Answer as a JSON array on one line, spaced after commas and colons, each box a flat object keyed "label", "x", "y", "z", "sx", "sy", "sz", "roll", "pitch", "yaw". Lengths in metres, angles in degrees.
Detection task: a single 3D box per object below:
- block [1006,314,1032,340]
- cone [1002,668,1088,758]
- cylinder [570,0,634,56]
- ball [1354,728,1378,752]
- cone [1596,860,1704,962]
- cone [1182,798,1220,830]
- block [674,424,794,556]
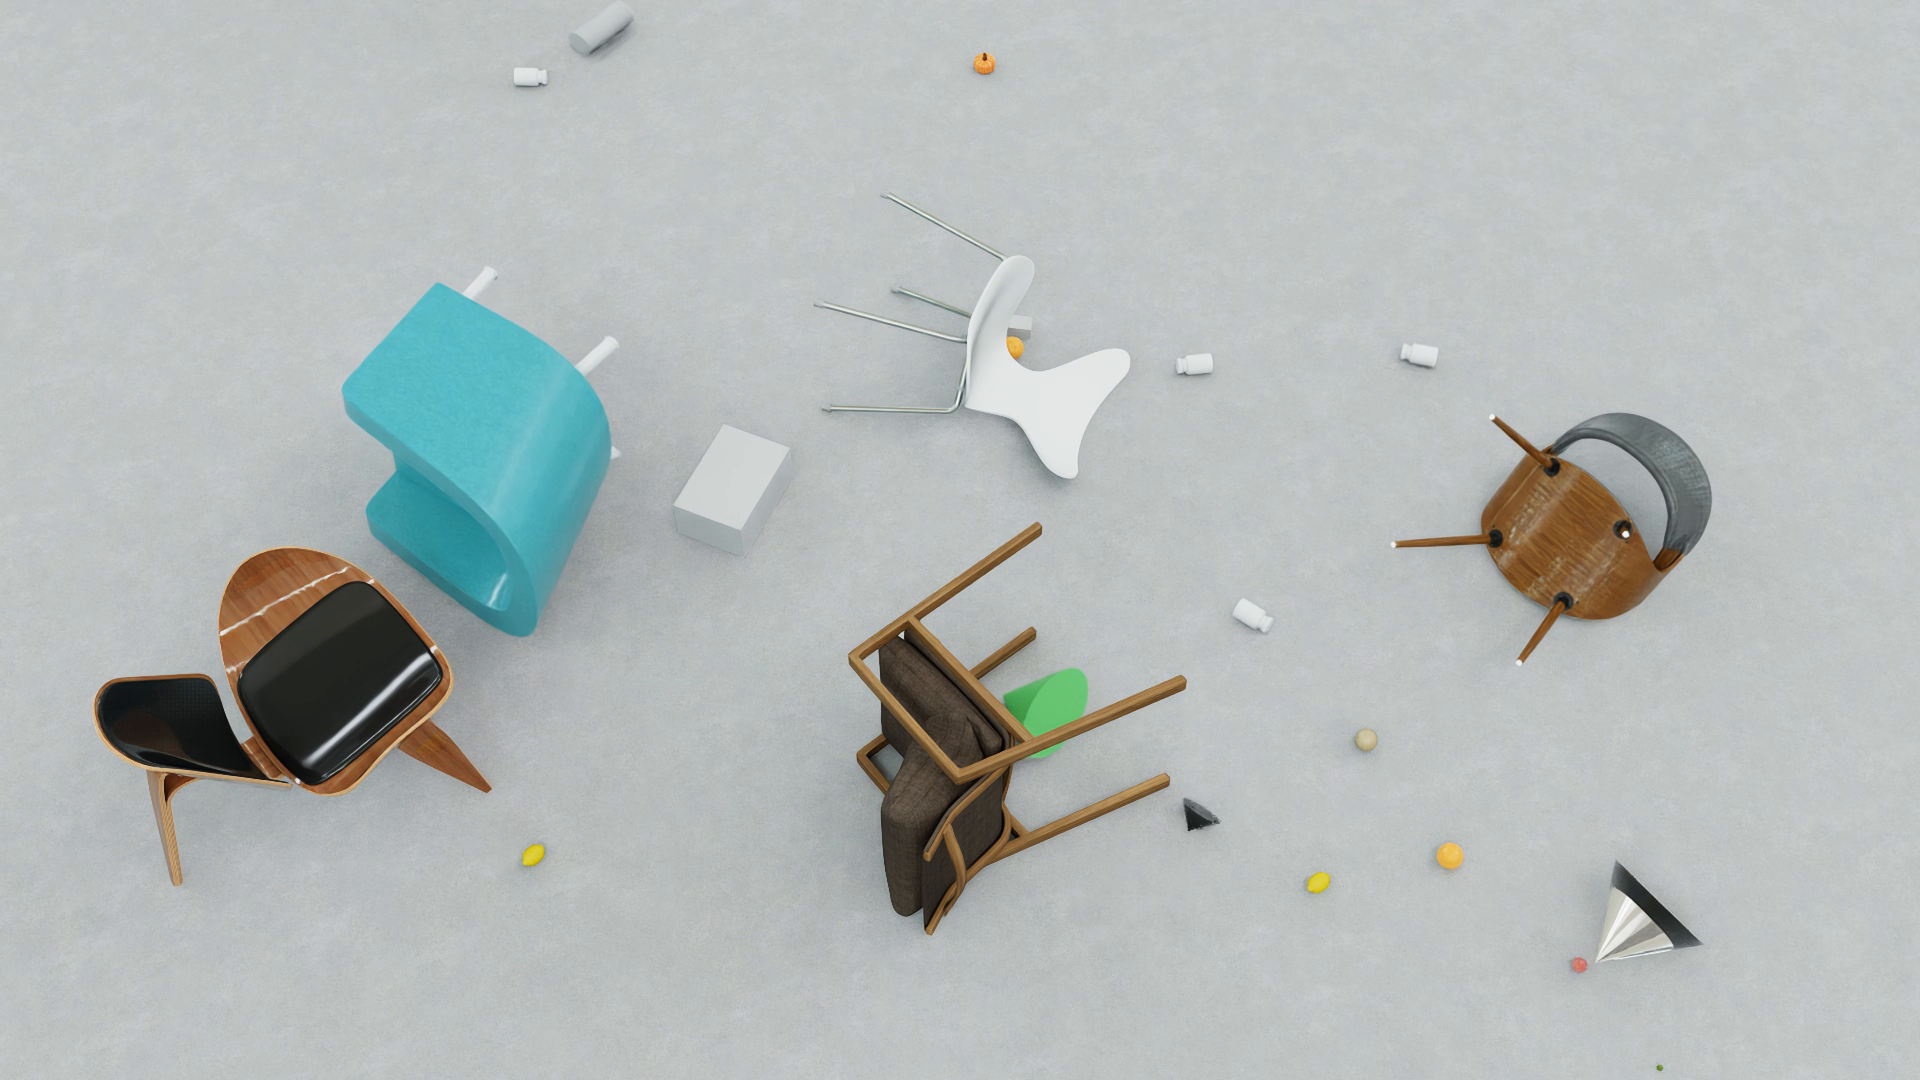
[{"label": "block", "x": 0.188, "y": -0.678, "z": 7.000, "sx": 0.080, "sy": 0.048, "sz": 0.054, "roll": 7, "pitch": 56, "yaw": 5}, {"label": "cone", "x": 0.194, "y": 0.463, "z": 6.206, "sx": 0.207, "sy": 0.213, "sz": 0.291, "roll": 15, "pitch": 54, "yaw": 43}, {"label": "cylinder", "x": -1.258, "y": -1.801, "z": 7.729, "sx": 0.109, "sy": 0.085, "sz": 0.219, "roll": 24, "pitch": 57, "yaw": 38}, {"label": "ball", "x": 1.138, "y": 0.560, "z": 6.159, "sx": 0.064, "sy": 0.064, "sz": 0.064, "roll": 0, "pitch": 56, "yaw": 0}, {"label": "cone", "x": 1.763, "y": 1.036, "z": 5.809, "sx": 0.234, "sy": 0.267, "sz": 0.312, "roll": -46, "pitch": 66, "yaw": 7}, {"label": "cone", "x": 0.644, "y": 0.770, "z": 6.032, "sx": 0.119, "sy": 0.107, "sz": 0.067, "roll": 35, "pitch": 101, "yaw": 21}, {"label": "block", "x": -0.676, "y": -0.149, "z": 6.587, "sx": 0.223, "sy": 0.144, "sz": 0.326, "roll": 20, "pitch": 58, "yaw": 13}]
